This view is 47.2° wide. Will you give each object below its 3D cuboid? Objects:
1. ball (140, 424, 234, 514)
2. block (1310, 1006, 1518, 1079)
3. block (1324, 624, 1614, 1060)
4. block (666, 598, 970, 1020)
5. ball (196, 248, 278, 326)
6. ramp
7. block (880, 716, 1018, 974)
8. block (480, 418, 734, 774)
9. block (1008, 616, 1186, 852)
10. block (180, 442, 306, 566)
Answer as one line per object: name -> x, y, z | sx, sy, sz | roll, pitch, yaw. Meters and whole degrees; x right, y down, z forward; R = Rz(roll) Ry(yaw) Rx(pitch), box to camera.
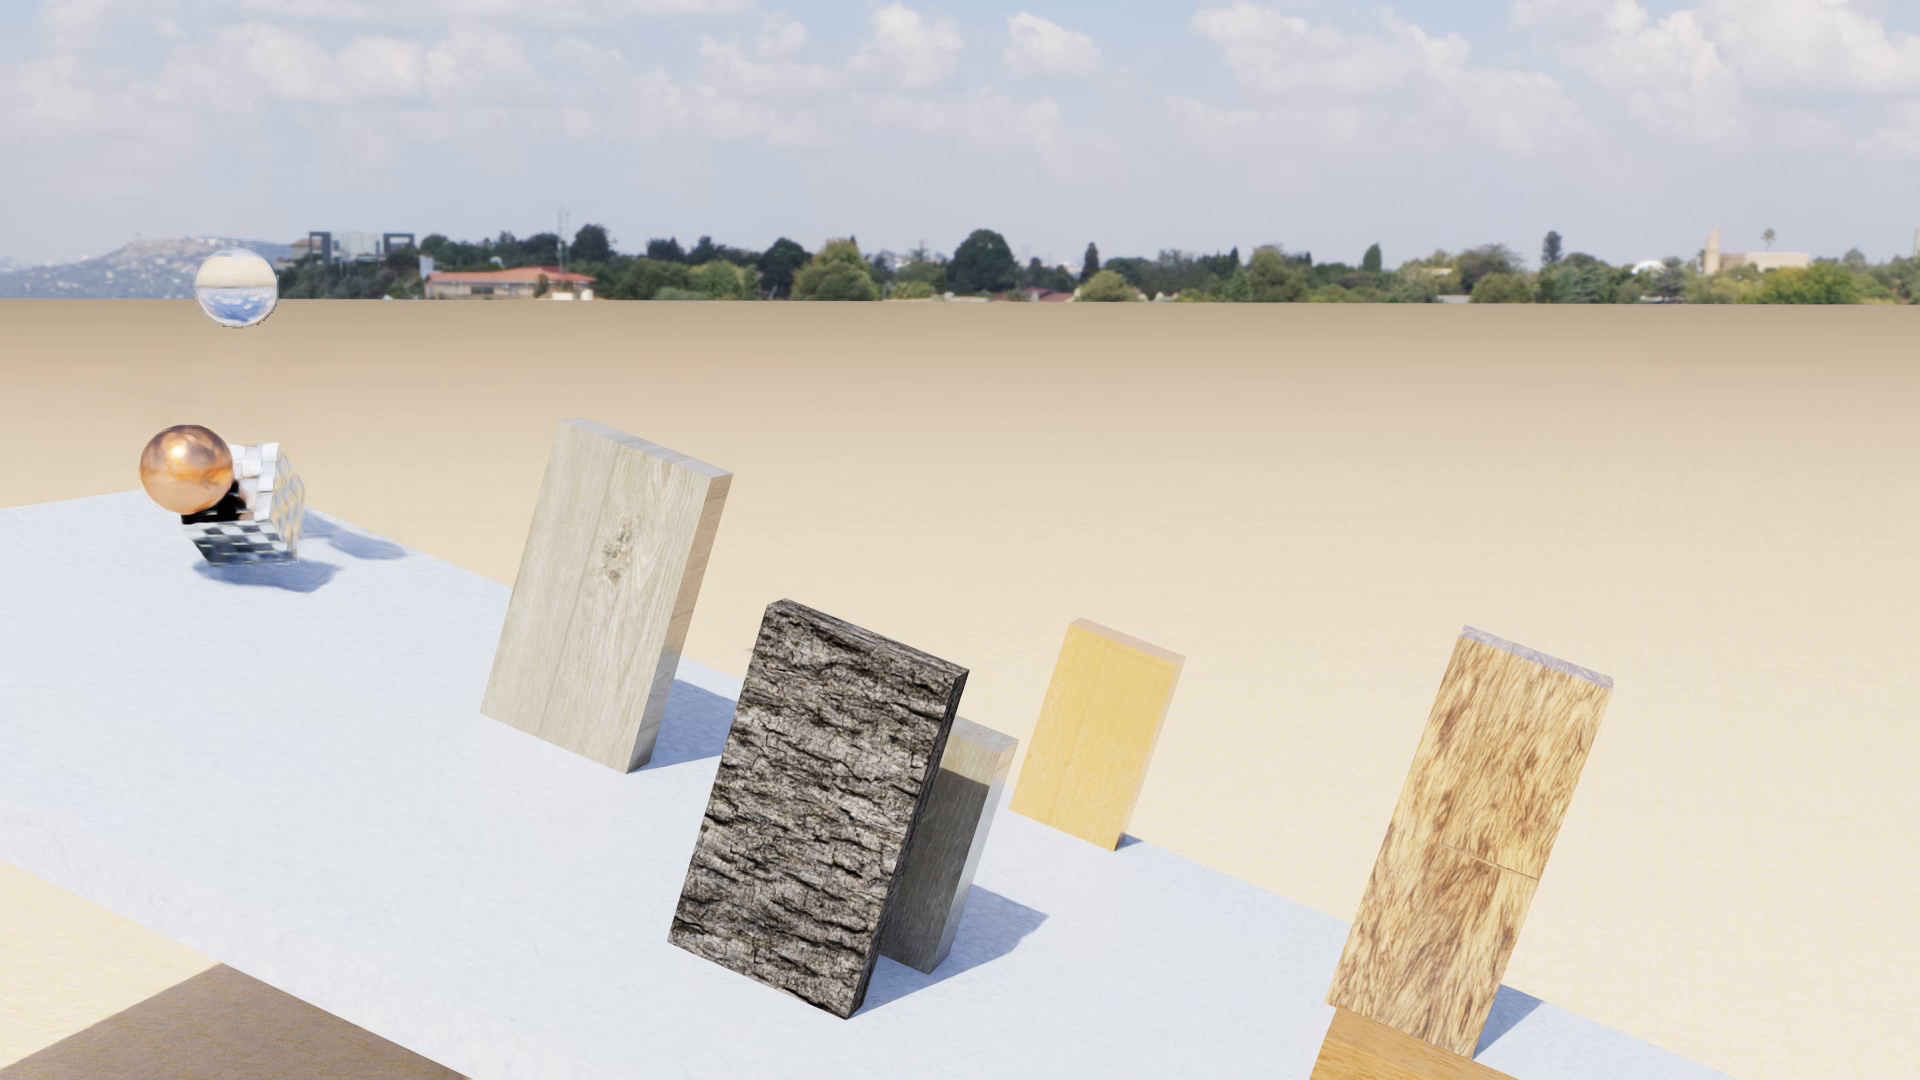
ball -> -1.647, -0.151, 4.688 | 0.192, 0.192, 0.192 | 0, 7, 0
block -> 0.617, 0.939, 3.102 | 0.346, 0.436, 0.134 | 20, 12, 14
block -> 1.002, 0.598, 4.346 | 0.302, 0.795, 0.139 | 20, 12, 14
block -> -0.241, 0.448, 3.670 | 0.340, 0.617, 0.083 | 20, 12, 14
ball -> -1.563, -0.547, 4.752 | 0.169, 0.169, 0.169 | 0, 7, 0
ramp -> -0.357, 0.674, 4.226 | 4.000, 0.100, 2.000 | 20, 12, 14
block -> -0.096, 0.524, 3.980 | 0.266, 0.434, 0.120 | 20, 12, 14
block -> -0.722, 0.111, 4.471 | 0.345, 0.638, 0.113 | 20, 12, 14
block -> 0.307, 0.434, 4.932 | 0.256, 0.452, 0.105 | 20, 12, 14
block -> -1.583, -0.078, 4.864 | 0.193, 0.193, 0.193 | -3, -29, 1
